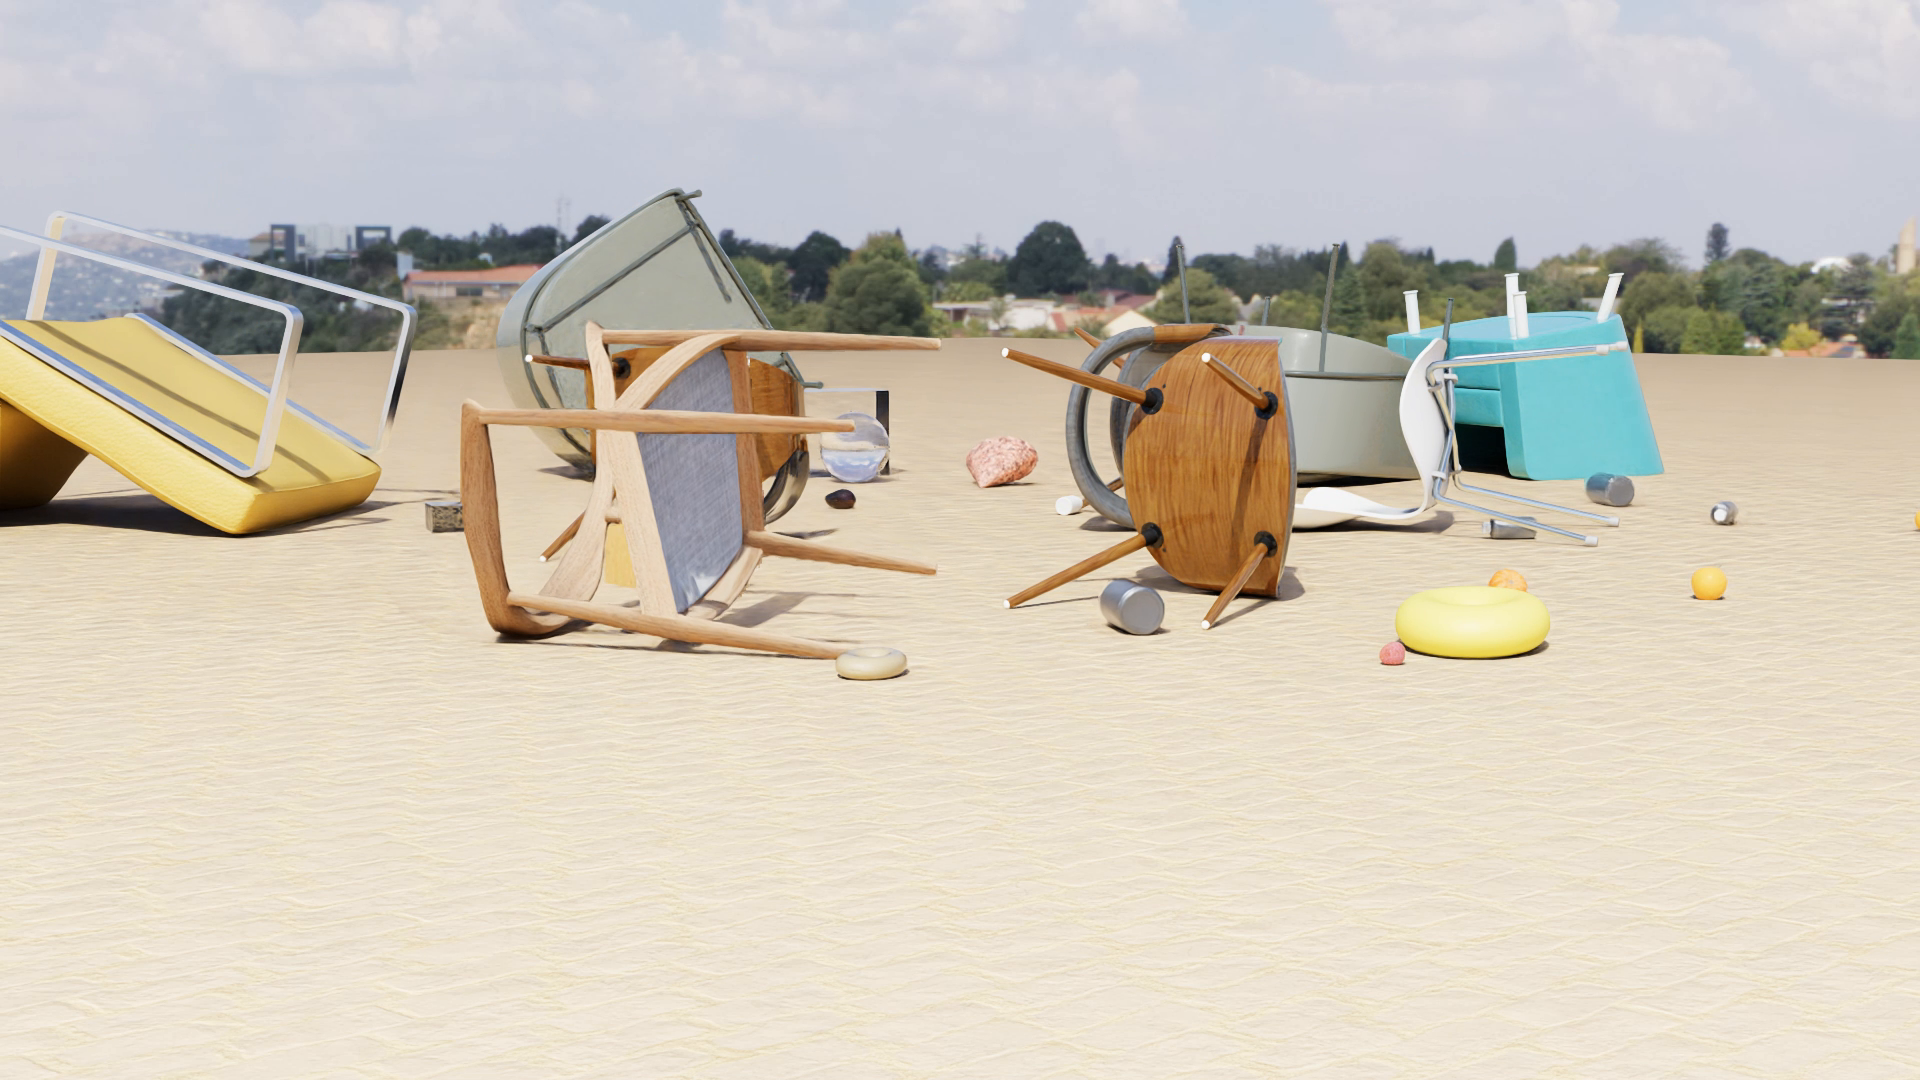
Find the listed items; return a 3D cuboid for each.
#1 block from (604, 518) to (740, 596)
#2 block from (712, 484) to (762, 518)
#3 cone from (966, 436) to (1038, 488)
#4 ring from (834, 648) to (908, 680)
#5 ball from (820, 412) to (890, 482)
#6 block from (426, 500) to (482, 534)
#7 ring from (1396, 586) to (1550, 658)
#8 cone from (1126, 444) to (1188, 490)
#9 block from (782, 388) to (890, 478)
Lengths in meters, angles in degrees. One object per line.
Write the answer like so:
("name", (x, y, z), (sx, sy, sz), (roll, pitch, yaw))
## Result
("block", (-0.613, 0.034, 5.443), (0.158, 0.131, 0.293), (-4, 7, -36))
("block", (-0.614, -0.108, 7.068), (0.122, 0.081, 0.168), (0, 6, 2))
("cone", (0.098, -0.207, 8.046), (0.255, 0.160, 0.187), (-12, 24, 30))
("ring", (-0.146, 0.204, 4.245), (0.115, 0.038, 0.154), (3, 7, 18))
("ball", (-0.335, -0.295, 8.181), (0.224, 0.224, 0.224), (0, 6, 0))
("block", (-1.315, -0.060, 6.657), (0.126, 0.070, 0.124), (-2, 6, -20))
("ring", (0.911, 0.145, 4.561), (0.271, 0.092, 0.379), (0, 6, 14))
("cone", (0.567, -0.193, 7.957), (0.204, 0.140, 0.215), (15, 32, 31))
("block", (-0.414, -0.356, 8.496), (0.305, 0.281, 0.205), (-2, 6, -22))
